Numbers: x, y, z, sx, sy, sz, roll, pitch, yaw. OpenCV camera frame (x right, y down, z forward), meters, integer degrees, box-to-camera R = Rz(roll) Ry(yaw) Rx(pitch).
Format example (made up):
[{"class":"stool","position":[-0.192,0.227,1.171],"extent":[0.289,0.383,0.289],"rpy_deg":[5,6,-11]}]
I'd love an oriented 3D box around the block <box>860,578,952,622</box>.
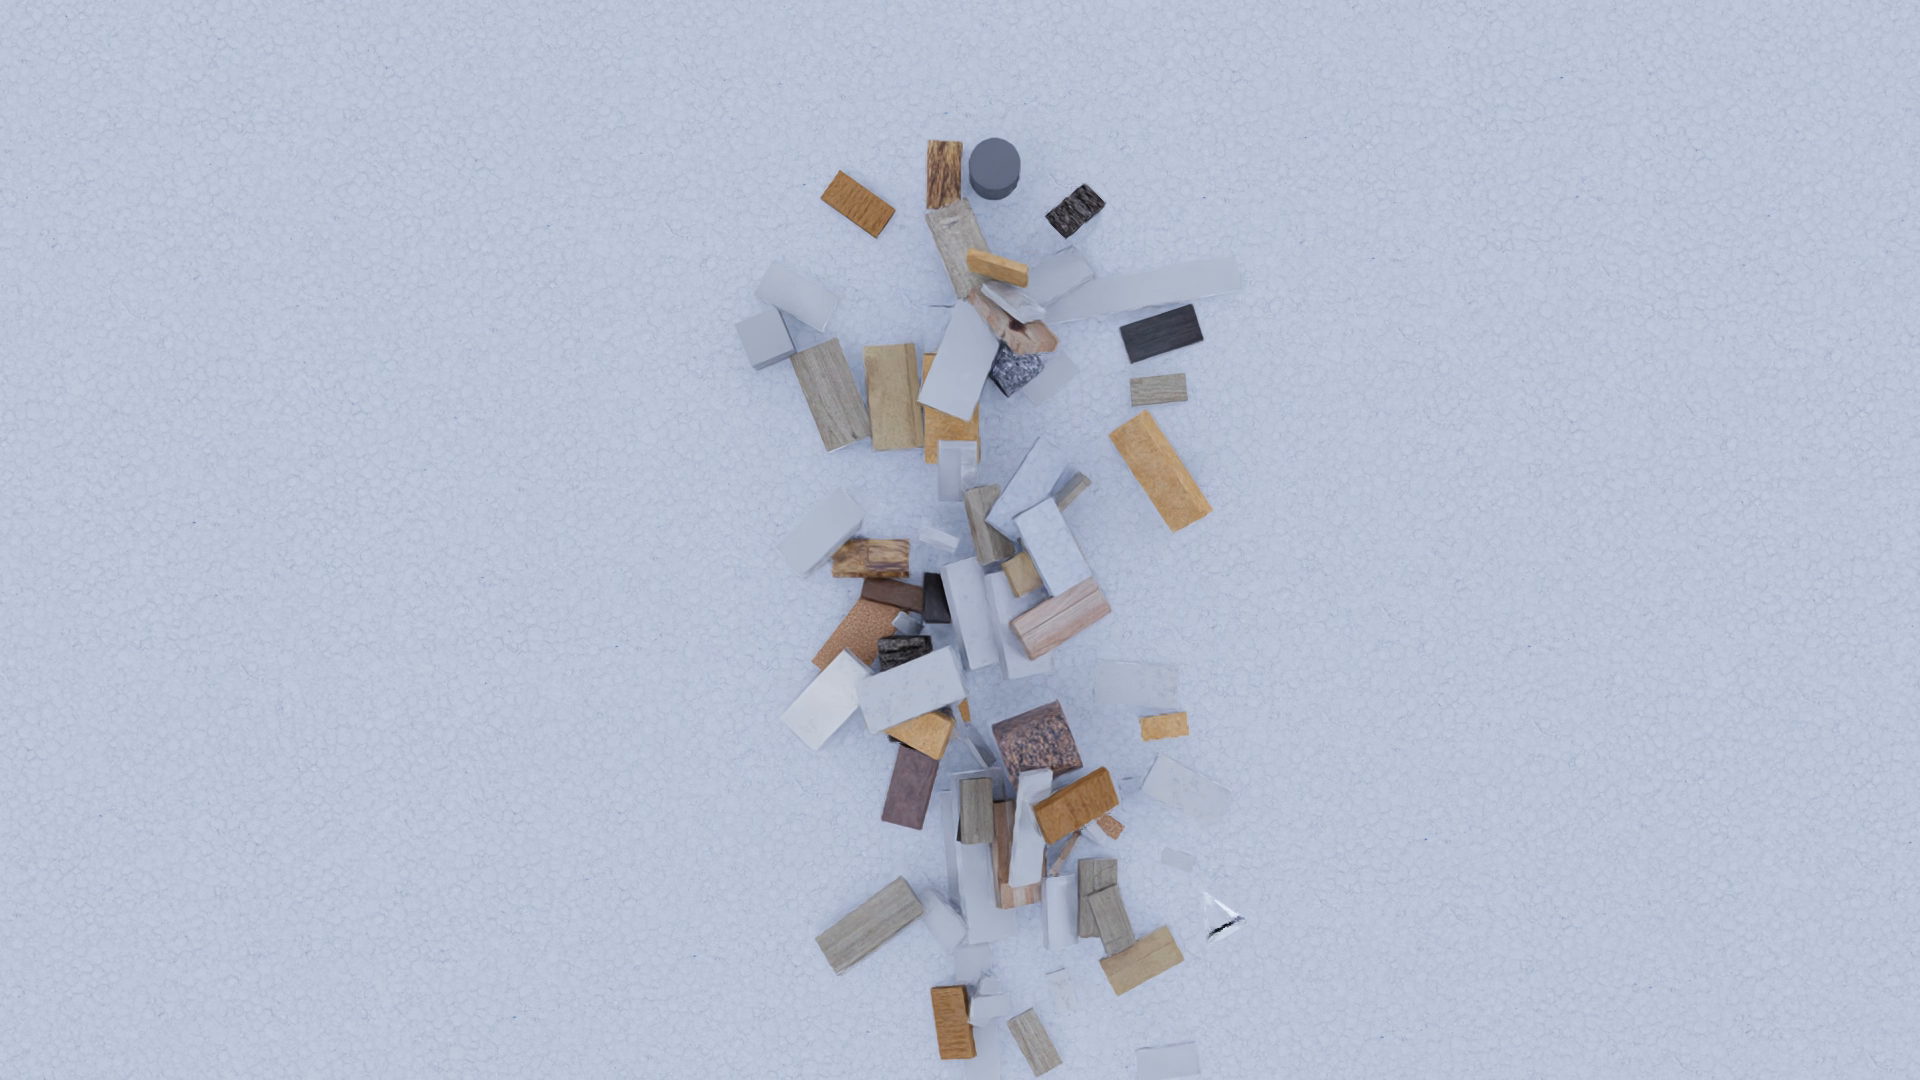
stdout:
[{"class":"block","position":[-0.161,0.192,5.450],"extent":[0.332,0.024,0.086],"rpy_deg":[15,61,-7]}]

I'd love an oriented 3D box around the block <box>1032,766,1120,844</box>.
[{"class":"block","position":[0.376,0.856,5.322],"extent":[0.272,0.039,0.136],"rpy_deg":[-28,116,-15]}]

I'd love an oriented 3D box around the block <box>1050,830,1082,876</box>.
[{"class":"block","position":[0.347,1.030,5.439],"extent":[0.022,0.077,0.155],"rpy_deg":[32,73,7]}]

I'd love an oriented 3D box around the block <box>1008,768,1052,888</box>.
[{"class":"block","position":[0.227,0.930,5.325],"extent":[0.104,0.030,0.414],"rpy_deg":[-6,114,-26]}]

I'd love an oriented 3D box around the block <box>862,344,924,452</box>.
[{"class":"block","position":[-0.221,-0.471,5.448],"extent":[0.171,0.049,0.343],"rpy_deg":[-5,87,-13]}]

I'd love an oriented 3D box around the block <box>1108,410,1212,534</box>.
[{"class":"block","position":[0.656,-0.223,5.413],"extent":[0.050,0.176,0.393],"rpy_deg":[-33,90,-33]}]

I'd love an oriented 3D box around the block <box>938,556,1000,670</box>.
[{"class":"block","position":[0.059,0.236,5.430],"extent":[0.176,0.050,0.352],"rpy_deg":[-14,92,-27]}]

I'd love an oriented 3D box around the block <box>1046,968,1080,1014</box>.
[{"class":"block","position":[0.342,1.501,5.490],"extent":[0.069,0.020,0.138],"rpy_deg":[-20,90,0]}]

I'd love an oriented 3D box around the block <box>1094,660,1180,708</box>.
[{"class":"block","position":[0.585,0.480,5.481],"extent":[0.272,0.039,0.136],"rpy_deg":[5,90,0]}]

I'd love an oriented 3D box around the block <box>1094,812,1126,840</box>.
[{"class":"block","position":[0.488,0.946,5.492],"extent":[0.112,0.016,0.056],"rpy_deg":[35,90,0]}]

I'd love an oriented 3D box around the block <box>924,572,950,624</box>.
[{"class":"block","position":[-0.076,0.192,5.442],"extent":[0.086,0.024,0.172],"rpy_deg":[6,63,-12]}]

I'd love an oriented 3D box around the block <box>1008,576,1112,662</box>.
[{"class":"block","position":[0.331,0.253,5.426],"extent":[0.323,0.042,0.147],"rpy_deg":[-30,90,-20]}]

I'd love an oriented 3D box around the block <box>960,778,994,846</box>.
[{"class":"block","position":[0.054,0.882,5.374],"extent":[0.104,0.030,0.209],"rpy_deg":[-2,89,-22]}]

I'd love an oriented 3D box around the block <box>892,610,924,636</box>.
[{"class":"block","position":[-0.173,0.282,5.459],"extent":[0.111,0.016,0.055],"rpy_deg":[37,90,-40]}]

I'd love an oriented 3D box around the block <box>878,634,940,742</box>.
[{"class":"block","position":[-0.164,0.489,5.411],"extent":[0.174,0.049,0.347],"rpy_deg":[-3,98,26]}]

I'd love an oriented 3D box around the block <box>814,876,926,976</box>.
[{"class":"block","position":[-0.296,1.274,5.451],"extent":[0.356,0.040,0.140],"rpy_deg":[-36,66,1]}]

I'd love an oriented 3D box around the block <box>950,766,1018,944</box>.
[{"class":"block","position":[0.078,1.039,5.444],"extent":[0.174,0.049,0.556],"rpy_deg":[-5,90,-22]}]

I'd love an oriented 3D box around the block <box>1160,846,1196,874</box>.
[{"class":"block","position":[0.725,1.065,5.492],"extent":[0.112,0.016,0.056],"rpy_deg":[18,90,0]}]

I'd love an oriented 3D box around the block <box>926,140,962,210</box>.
[{"class":"block","position":[-0.052,-1.211,5.484],"extent":[0.113,0.032,0.226],"rpy_deg":[1,90,0]}]

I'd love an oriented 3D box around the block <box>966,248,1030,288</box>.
[{"class":"block","position":[0.123,-0.868,5.267],"extent":[0.201,0.100,0.028],"rpy_deg":[19,73,11]}]

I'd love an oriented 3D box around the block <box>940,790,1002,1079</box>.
[{"class":"block","position":[0.037,1.331,5.483],"extent":[0.117,0.033,1.002],"rpy_deg":[-5,90,0]}]

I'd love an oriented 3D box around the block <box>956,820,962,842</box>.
[{"class":"block","position":[0.038,0.908,5.394],"extent":[0.077,0.022,0.160],"rpy_deg":[10,84,-22]}]

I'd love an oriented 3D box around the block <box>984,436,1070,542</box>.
[{"class":"block","position":[0.223,-0.169,5.430],"extent":[0.126,0.036,0.340],"rpy_deg":[36,75,-9]}]

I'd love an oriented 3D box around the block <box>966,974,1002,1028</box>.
[{"class":"block","position":[0.080,1.521,5.439],"extent":[0.069,0.020,0.161],"rpy_deg":[23,81,-29]}]

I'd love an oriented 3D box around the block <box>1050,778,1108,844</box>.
[{"class":"block","position":[0.373,0.891,5.434],"extent":[0.036,0.127,0.255],"rpy_deg":[-42,90,-13]}]

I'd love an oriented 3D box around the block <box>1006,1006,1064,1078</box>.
[{"class":"block","position":[0.248,1.670,5.485],"extent":[0.103,0.029,0.205],"rpy_deg":[-29,90,0]}]

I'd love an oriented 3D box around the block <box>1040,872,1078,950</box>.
[{"class":"block","position":[0.329,1.226,5.455],"extent":[0.117,0.033,0.234],"rpy_deg":[-3,90,-31]}]

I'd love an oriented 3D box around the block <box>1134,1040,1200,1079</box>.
[{"class":"block","position":[0.689,1.734,5.485],"extent":[0.205,0.029,0.103],"rpy_deg":[-8,90,0]}]

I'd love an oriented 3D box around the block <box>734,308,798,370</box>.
[{"class":"block","position":[-0.636,-0.660,5.426],"extent":[0.148,0.148,0.148],"rpy_deg":[-23,90,0]}]

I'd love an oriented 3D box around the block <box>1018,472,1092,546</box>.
[{"class":"block","position":[0.302,-0.103,5.452],"extent":[0.309,0.092,0.026],"rpy_deg":[-43,110,0]}]

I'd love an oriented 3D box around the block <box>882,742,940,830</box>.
[{"class":"block","position":[-0.160,0.811,5.440],"extent":[0.140,0.040,0.279],"rpy_deg":[15,107,0]}]

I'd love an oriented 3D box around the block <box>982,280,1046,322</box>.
[{"class":"block","position":[0.171,-0.761,5.250],"extent":[0.201,0.100,0.028],"rpy_deg":[42,133,31]}]

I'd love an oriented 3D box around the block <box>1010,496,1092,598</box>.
[{"class":"block","position":[0.299,0.022,5.389],"extent":[0.147,0.042,0.294],"rpy_deg":[-30,101,-11]}]

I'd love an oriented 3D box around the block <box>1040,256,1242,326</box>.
[{"class":"block","position":[0.442,-0.801,5.484],"extent":[0.979,0.032,0.113],"rpy_deg":[-10,90,0]}]

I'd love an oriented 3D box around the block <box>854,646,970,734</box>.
[{"class":"block","position":[-0.157,0.484,5.318],"extent":[0.343,0.049,0.171],"rpy_deg":[-23,79,14]}]

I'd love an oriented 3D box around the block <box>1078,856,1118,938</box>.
[{"class":"block","position":[0.456,1.184,5.468],"extent":[0.127,0.036,0.255],"rpy_deg":[0,90,-13]}]

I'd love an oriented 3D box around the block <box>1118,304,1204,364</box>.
[{"class":"block","position":[0.669,-0.684,5.482],"extent":[0.254,0.036,0.127],"rpy_deg":[-18,90,0]}]

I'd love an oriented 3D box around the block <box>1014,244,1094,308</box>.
[{"class":"block","position":[0.300,-0.860,5.456],"extent":[0.254,0.036,0.127],"rpy_deg":[-32,77,-5]}]

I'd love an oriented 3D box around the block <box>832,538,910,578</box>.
[{"class":"block","position":[-0.293,0.060,5.447],"extent":[0.251,0.036,0.126],"rpy_deg":[0,60,3]}]
